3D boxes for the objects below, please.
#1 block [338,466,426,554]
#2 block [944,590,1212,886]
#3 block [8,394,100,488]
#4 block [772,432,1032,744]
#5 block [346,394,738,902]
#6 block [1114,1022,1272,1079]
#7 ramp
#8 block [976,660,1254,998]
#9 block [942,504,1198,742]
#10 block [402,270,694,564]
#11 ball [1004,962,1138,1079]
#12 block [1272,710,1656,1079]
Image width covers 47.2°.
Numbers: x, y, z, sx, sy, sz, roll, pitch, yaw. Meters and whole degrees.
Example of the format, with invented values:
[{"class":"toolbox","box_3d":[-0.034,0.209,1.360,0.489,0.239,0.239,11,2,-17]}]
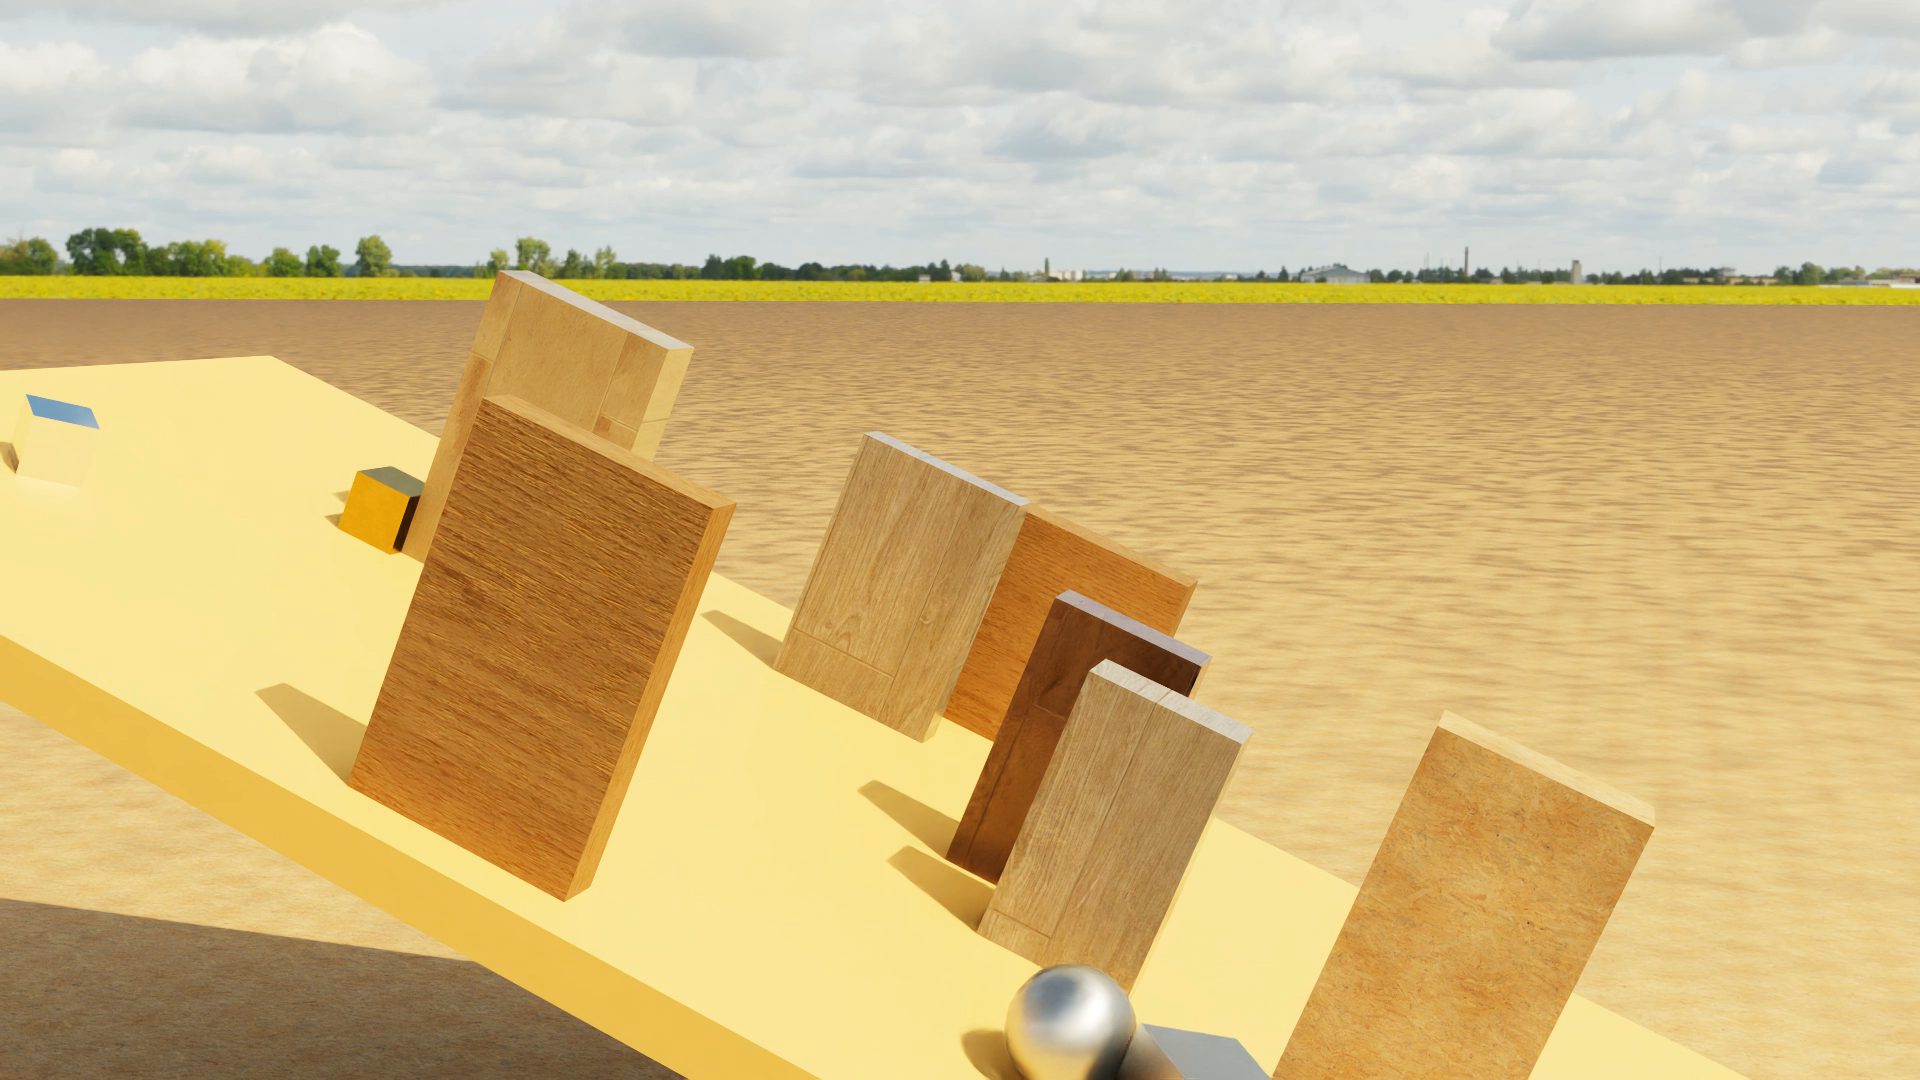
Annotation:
[{"class":"block","box_3d":[-1.184,-0.063,4.575,0.131,0.131,0.131,25,13,13]},{"class":"block","box_3d":[0.217,0.405,4.066,0.294,0.547,0.107,25,13,13]},{"class":"block","box_3d":[-1.731,-0.189,4.202,0.122,0.122,0.122,13,16,-34]},{"class":"block","box_3d":[-0.128,0.100,4.705,0.371,0.559,0.089,25,13,13]},{"class":"block","box_3d":[-0.645,0.164,3.357,0.403,0.661,0.088,25,13,13]},{"class":"block","box_3d":[0.346,0.857,3.271,0.181,0.181,0.181,15,15,-28]},{"class":"ramp","box_3d":[-0.298,0.523,4.189,4.000,0.100,2.000,25,13,13]},{"class":"block","box_3d":[0.267,0.506,3.808,0.285,0.516,0.124,25,13,13]},{"class":"block","box_3d":[0.233,0.238,4.865,0.409,0.505,0.111,25,13,13]},{"class":"block","box_3d":[-0.847,-0.181,4.498,0.400,0.628,0.126,25,13,13]},{"class":"ball","box_3d":[0.170,0.750,3.364,0.203,0.203,0.203,0,7,0]},{"class":"block","box_3d":[0.703,0.677,3.256,0.327,0.776,0.125,25,13,13]}]
